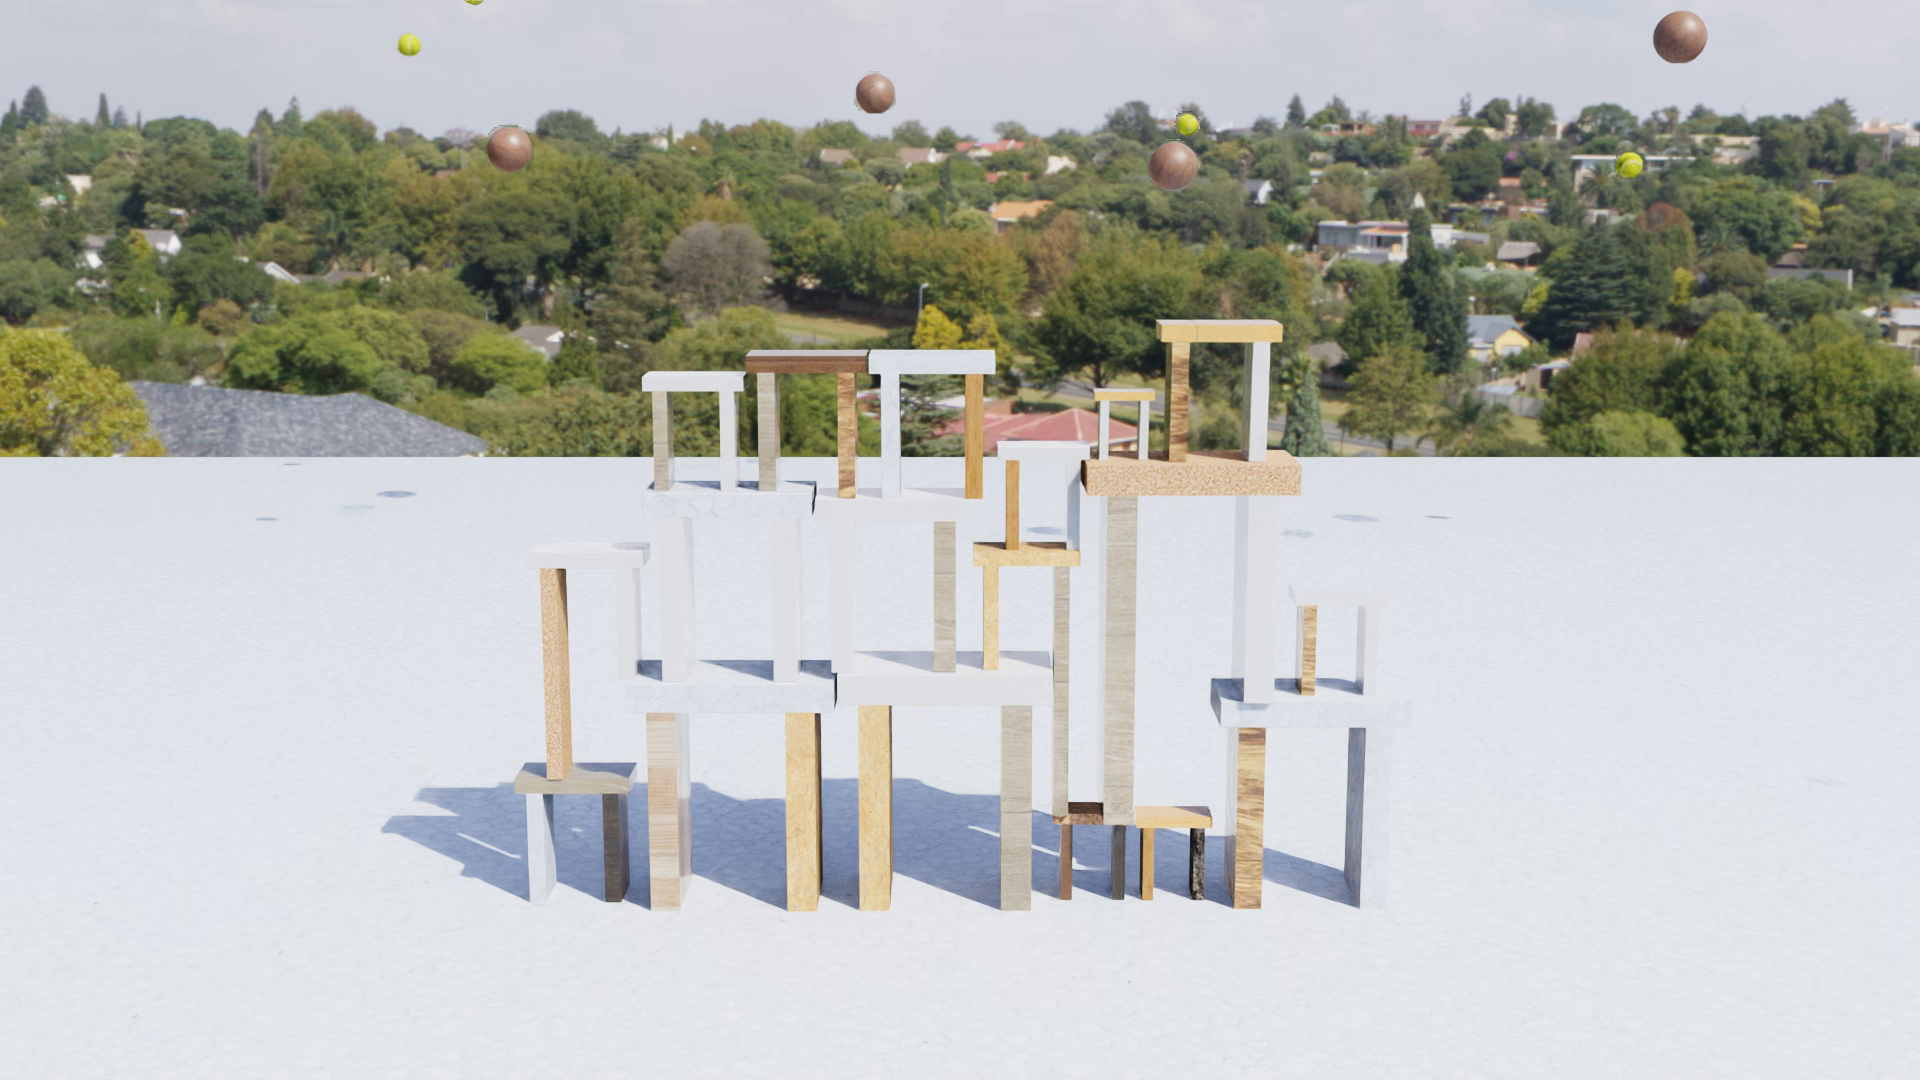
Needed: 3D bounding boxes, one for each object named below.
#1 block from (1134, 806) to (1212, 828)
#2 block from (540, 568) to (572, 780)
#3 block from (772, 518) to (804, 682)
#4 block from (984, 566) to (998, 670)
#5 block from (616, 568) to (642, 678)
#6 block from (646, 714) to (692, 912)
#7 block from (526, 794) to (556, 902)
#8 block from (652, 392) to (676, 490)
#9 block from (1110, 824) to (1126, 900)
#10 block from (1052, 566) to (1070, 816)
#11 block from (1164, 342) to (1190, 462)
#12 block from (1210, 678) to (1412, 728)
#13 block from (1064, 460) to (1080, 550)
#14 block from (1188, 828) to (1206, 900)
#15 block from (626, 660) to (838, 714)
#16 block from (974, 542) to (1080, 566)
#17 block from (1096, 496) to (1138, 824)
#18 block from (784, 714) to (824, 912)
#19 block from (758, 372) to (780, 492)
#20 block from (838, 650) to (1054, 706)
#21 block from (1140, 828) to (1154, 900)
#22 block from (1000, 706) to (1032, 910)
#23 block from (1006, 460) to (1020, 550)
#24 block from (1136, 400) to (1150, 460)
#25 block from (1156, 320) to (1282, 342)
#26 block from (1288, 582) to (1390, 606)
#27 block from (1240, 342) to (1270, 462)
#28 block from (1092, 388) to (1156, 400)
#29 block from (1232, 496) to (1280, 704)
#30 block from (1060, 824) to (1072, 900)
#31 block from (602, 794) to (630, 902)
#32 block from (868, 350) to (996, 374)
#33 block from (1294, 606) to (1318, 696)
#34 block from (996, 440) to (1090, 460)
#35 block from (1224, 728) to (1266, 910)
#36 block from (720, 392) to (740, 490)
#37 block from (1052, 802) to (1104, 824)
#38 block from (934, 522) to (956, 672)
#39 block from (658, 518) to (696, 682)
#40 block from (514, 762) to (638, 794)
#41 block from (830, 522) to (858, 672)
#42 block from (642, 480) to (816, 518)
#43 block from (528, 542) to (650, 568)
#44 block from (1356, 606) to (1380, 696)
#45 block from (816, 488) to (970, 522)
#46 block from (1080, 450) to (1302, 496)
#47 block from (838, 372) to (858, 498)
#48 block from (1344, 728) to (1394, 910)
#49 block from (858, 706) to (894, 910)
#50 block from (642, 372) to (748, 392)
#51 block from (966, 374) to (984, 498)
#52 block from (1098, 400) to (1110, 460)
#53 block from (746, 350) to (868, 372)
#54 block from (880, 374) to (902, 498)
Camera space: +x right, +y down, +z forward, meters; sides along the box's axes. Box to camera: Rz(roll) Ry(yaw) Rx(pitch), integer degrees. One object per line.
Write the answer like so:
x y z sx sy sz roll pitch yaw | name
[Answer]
0.352 0.459 3.643 0.125 0.018 0.063 0 11 0 | block
-0.659 0.209 3.595 0.026 0.350 0.091 0 11 0 | block
-0.280 0.084 3.571 0.038 0.268 0.134 0 11 0 | block
0.050 0.118 3.580 0.024 0.171 0.085 0 10 0 | block
-0.538 0.126 3.580 0.026 0.182 0.091 0 11 0 | block
-0.480 0.426 3.636 0.047 0.334 0.167 0 11 0 | block
-0.696 0.498 3.655 0.026 0.186 0.093 0 11 0 | block
-0.475 -0.164 3.527 0.023 0.159 0.080 0 11 0 | block
0.263 0.526 3.657 0.018 0.131 0.065 0 11 0 | block
0.165 0.239 3.602 0.024 0.417 0.086 0 11 0 | block
0.346 -0.225 3.515 0.027 0.190 0.095 1 11 -1 | block
0.573 0.267 3.611 0.307 0.043 0.153 0 11 0 | block
0.181 -0.062 3.551 0.021 0.146 0.073 0 11 -1 | block
0.394 0.529 3.656 0.018 0.125 0.063 0 11 0 | block
-0.368 0.239 3.602 0.334 0.047 0.167 0 11 0 | block
0.107 0.022 3.562 0.171 0.024 0.085 0 11 0 | block
0.255 0.180 3.588 0.048 0.538 0.168 0 11 -1 | block
-0.257 0.426 3.636 0.047 0.334 0.167 0 11 0 | block
-0.306 -0.179 3.527 0.027 0.189 0.095 0 11 0 | block
-0.024 0.225 3.605 0.346 0.049 0.173 0 11 0 | block
0.310 0.529 3.656 0.018 0.125 0.063 0 11 0 | block
0.092 0.419 3.641 0.049 0.346 0.173 0 11 0 | block
0.084 -0.062 3.551 0.021 0.146 0.073 0 11 0 | block
0.293 -0.179 3.523 0.014 0.095 0.048 1 11 -1 | block
0.411 -0.332 3.496 0.190 0.027 0.095 0 10 -1 | block
0.615 0.088 3.573 0.150 0.021 0.075 0 11 0 | block
0.472 -0.226 3.517 0.027 0.190 0.095 1 10 -1 | block
0.262 -0.232 3.513 0.095 0.014 0.048 0 11 -1 | block
0.478 0.080 3.572 0.048 0.337 0.168 0 11 0 | block
0.176 0.526 3.658 0.018 0.130 0.065 0 11 0 | block
-0.571 0.498 3.655 0.026 0.186 0.093 0 11 0 | block
-0.044 -0.284 3.506 0.199 0.028 0.099 0 11 0 | block
0.564 0.172 3.589 0.021 0.150 0.075 0 11 0 | block
0.133 -0.144 3.536 0.146 0.021 0.073 0 11 -1 | block
0.471 0.439 3.643 0.043 0.307 0.153 0 11 0 | block
-0.369 -0.164 3.527 0.023 0.159 0.080 0 11 0 | block
0.220 0.453 3.644 0.131 0.018 0.065 0 11 0 | block
-0.024 0.081 3.575 0.035 0.247 0.123 0 11 0 | block
-0.458 0.084 3.571 0.038 0.268 0.134 0 11 0 | block
-0.634 0.393 3.635 0.186 0.026 0.093 0 11 0 | block
-0.189 0.081 3.575 0.035 0.247 0.123 0 11 0 | block
-0.369 -0.067 3.543 0.268 0.038 0.134 0 11 0 | block
-0.599 0.024 3.560 0.182 0.026 0.091 0 11 0 | block
0.665 0.172 3.589 0.021 0.150 0.075 0 11 0 | block
-0.107 -0.058 3.549 0.247 0.035 0.123 0 11 0 | block
0.367 -0.108 3.536 0.337 0.048 0.168 0 11 -1 | block
-0.180 -0.173 3.528 0.027 0.200 0.095 0 11 0 | block
0.675 0.439 3.643 0.043 0.307 0.153 0 11 0 | block
-0.139 0.419 3.641 0.049 0.346 0.173 0 11 0 | block
-0.422 -0.253 3.511 0.159 0.023 0.080 0 11 0 | block
0.022 -0.172 3.526 0.028 0.199 0.099 0 11 0 | block
0.229 -0.179 3.523 0.014 0.095 0.048 1 11 -1 | block
-0.243 -0.285 3.508 0.189 0.027 0.094 0 11 0 | block
-0.110 -0.172 3.526 0.028 0.199 0.099 0 11 0 | block
